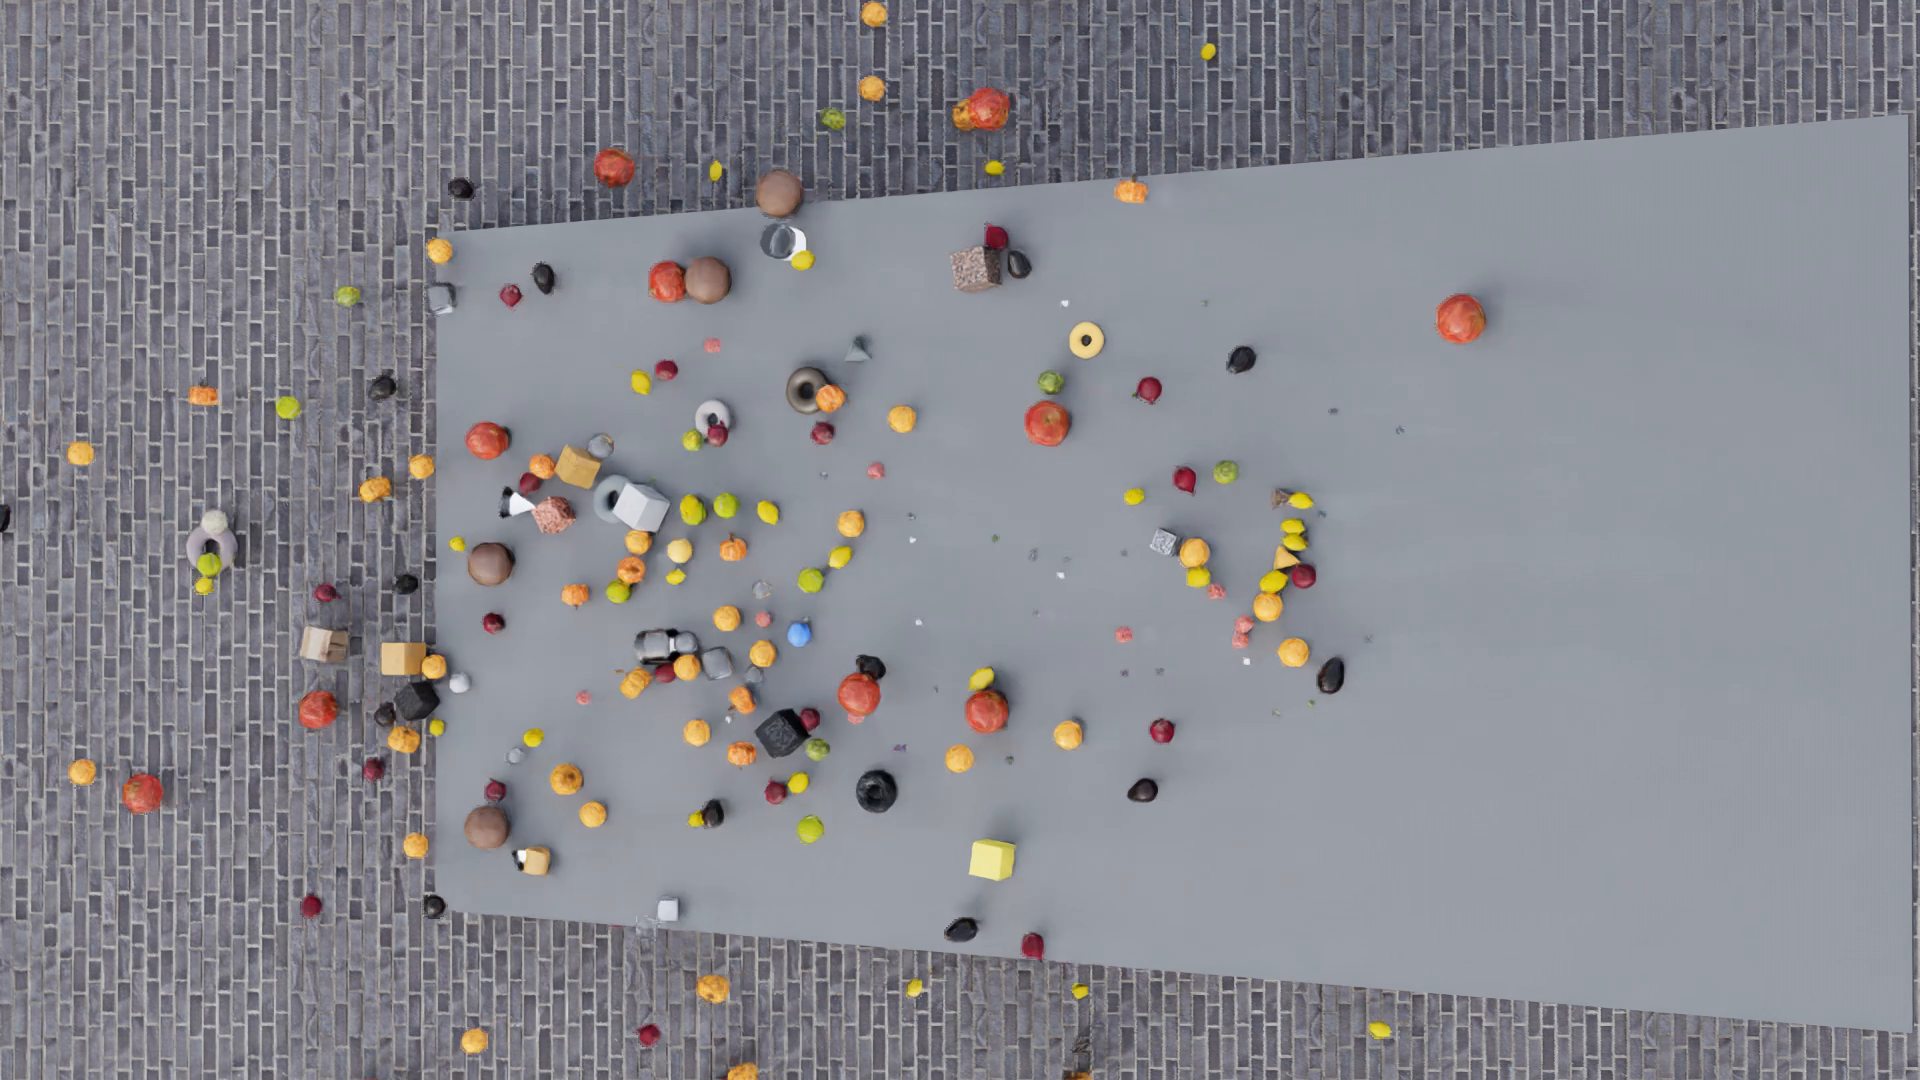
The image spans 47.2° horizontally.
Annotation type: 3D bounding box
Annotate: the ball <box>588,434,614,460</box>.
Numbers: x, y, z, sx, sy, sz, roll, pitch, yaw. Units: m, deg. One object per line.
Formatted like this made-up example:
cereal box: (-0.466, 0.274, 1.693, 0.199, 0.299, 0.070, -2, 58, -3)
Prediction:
ball: (-0.992, -0.259, 6.082, 0.073, 0.073, 0.073, 0, 89, 0)

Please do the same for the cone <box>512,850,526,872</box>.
cone: (-1.245, 0.909, 6.327, 0.067, 0.067, 0.067, -27, 89, -5)

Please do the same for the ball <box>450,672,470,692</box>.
ball: (-1.460, 0.417, 6.418, 0.060, 0.060, 0.060, 0, 89, 0)

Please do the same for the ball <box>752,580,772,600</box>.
ball: (-0.525, 0.131, 5.828, 0.053, 0.053, 0.053, 0, 89, 0)

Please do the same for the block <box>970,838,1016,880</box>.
block: (0.084, 0.824, 5.671, 0.083, 0.083, 0.083, 8, 93, 25)

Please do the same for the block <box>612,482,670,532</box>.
block: (-0.887, -0.090, 6.125, 0.095, 0.095, 0.095, 35, 104, 31)

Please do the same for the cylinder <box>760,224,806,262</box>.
cylinder: (-0.478, -0.805, 5.950, 0.092, 0.092, 0.092, 0, 89, 25)

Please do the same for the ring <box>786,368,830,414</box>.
ring: (-0.412, -0.403, 5.941, 0.129, 0.043, 0.129, 0, 91, 25)

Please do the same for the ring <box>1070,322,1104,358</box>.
ring: (0.322, -0.509, 5.602, 0.092, 0.031, 0.092, -1, 89, 24)

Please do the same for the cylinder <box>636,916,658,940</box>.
cylinder: (-0.873, 1.080, 6.124, 0.054, 0.054, 0.054, 10, 82, 0)

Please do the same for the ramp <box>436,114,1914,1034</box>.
ramp: (0.282, 0.081, 5.687, 4.000, 0.100, 2.000, 0, 89, 25)

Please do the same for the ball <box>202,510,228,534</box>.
ball: (-2.197, -0.053, 6.484, 0.076, 0.076, 0.076, 0, 89, 0)

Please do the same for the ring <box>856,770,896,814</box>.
ring: (-0.223, 0.669, 5.842, 0.116, 0.039, 0.116, 0, 90, 24)

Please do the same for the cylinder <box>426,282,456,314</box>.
cylinder: (-1.525, -0.710, 6.453, 0.076, 0.076, 0.076, -11, 84, 0)

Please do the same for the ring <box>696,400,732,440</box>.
ring: (-0.682, -0.332, 6.071, 0.112, 0.037, 0.112, 0, 90, 27)

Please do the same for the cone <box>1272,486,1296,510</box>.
cone: (0.795, -0.100, 5.376, 0.058, 0.058, 0.058, 4, 89, -1)

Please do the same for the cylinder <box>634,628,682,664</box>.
cylinder: (-0.837, 0.296, 6.105, 0.096, 0.096, 0.096, -6, 89, 25)

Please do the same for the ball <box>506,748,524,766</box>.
ball: (-1.282, 0.624, 6.337, 0.050, 0.050, 0.050, 0, 89, 0)

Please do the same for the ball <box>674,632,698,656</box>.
ball: (-0.758, 0.286, 6.084, 0.066, 0.066, 0.066, 0, 89, 0)

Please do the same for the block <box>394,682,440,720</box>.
block: (-1.598, 0.473, 6.472, 0.080, 0.080, 0.080, -41, 72, 20)

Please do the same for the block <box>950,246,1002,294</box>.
block: (0.042, -0.701, 5.701, 0.094, 0.094, 0.094, -11, 85, 25)

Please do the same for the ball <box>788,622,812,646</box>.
ball: (-0.434, 0.255, 5.932, 0.065, 0.065, 0.065, 0, 89, 0)

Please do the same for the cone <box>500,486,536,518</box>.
cone: (-1.268, -0.101, 6.342, 0.097, 0.097, 0.097, 9, 89, -1)

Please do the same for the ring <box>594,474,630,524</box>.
ring: (-0.975, -0.115, 6.202, 0.139, 0.046, 0.139, -2, 87, 28)

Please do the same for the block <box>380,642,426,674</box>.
block: (-1.642, 0.349, 6.491, 0.092, 0.092, 0.092, -1, 89, 28)

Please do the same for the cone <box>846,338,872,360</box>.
cone: (-0.265, -0.497, 5.879, 0.067, 0.067, 0.067, 22, 89, -3)

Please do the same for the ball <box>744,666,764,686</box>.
ball: (-0.562, 0.369, 5.996, 0.056, 0.056, 0.056, 0, 89, 0)

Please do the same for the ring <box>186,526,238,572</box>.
ring: (-2.232, 0.023, 6.562, 0.150, 0.050, 0.150, 0, 91, -3)

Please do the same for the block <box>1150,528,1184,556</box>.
block: (0.517, 0.006, 5.491, 0.054, 0.054, 0.054, 25, 100, 23)

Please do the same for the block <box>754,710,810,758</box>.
block: (-0.479, 0.522, 5.936, 0.090, 0.090, 0.090, -42, 73, 19)

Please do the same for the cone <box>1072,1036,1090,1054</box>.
cone: (0.349, 1.510, 6.532, 0.053, 0.053, 0.053, -30, 89, -38)

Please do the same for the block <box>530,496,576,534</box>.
block: (-1.159, -0.071, 6.272, 0.075, 0.075, 0.075, -35, 75, 21)

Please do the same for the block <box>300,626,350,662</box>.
block: (-1.886, 0.309, 6.526, 0.091, 0.091, 0.091, 11, 89, 19)

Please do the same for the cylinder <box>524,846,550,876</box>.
cylinder: (-1.209, 0.917, 6.287, 0.068, 0.068, 0.068, 10, 94, 0)

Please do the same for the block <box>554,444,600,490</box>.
block: (-1.081, -0.207, 6.217, 0.082, 0.082, 0.082, 18, 105, -38)

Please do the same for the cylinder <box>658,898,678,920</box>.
cylinder: (-0.810, 1.024, 6.104, 0.054, 0.054, 0.054, 5, 91, 0)

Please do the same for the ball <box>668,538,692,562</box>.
ball: (-0.775, 0.029, 6.093, 0.070, 0.070, 0.070, 0, 89, 0)

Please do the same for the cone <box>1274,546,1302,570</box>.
cone: (0.805, 0.050, 5.368, 0.063, 0.063, 0.063, 12, 89, -2)
